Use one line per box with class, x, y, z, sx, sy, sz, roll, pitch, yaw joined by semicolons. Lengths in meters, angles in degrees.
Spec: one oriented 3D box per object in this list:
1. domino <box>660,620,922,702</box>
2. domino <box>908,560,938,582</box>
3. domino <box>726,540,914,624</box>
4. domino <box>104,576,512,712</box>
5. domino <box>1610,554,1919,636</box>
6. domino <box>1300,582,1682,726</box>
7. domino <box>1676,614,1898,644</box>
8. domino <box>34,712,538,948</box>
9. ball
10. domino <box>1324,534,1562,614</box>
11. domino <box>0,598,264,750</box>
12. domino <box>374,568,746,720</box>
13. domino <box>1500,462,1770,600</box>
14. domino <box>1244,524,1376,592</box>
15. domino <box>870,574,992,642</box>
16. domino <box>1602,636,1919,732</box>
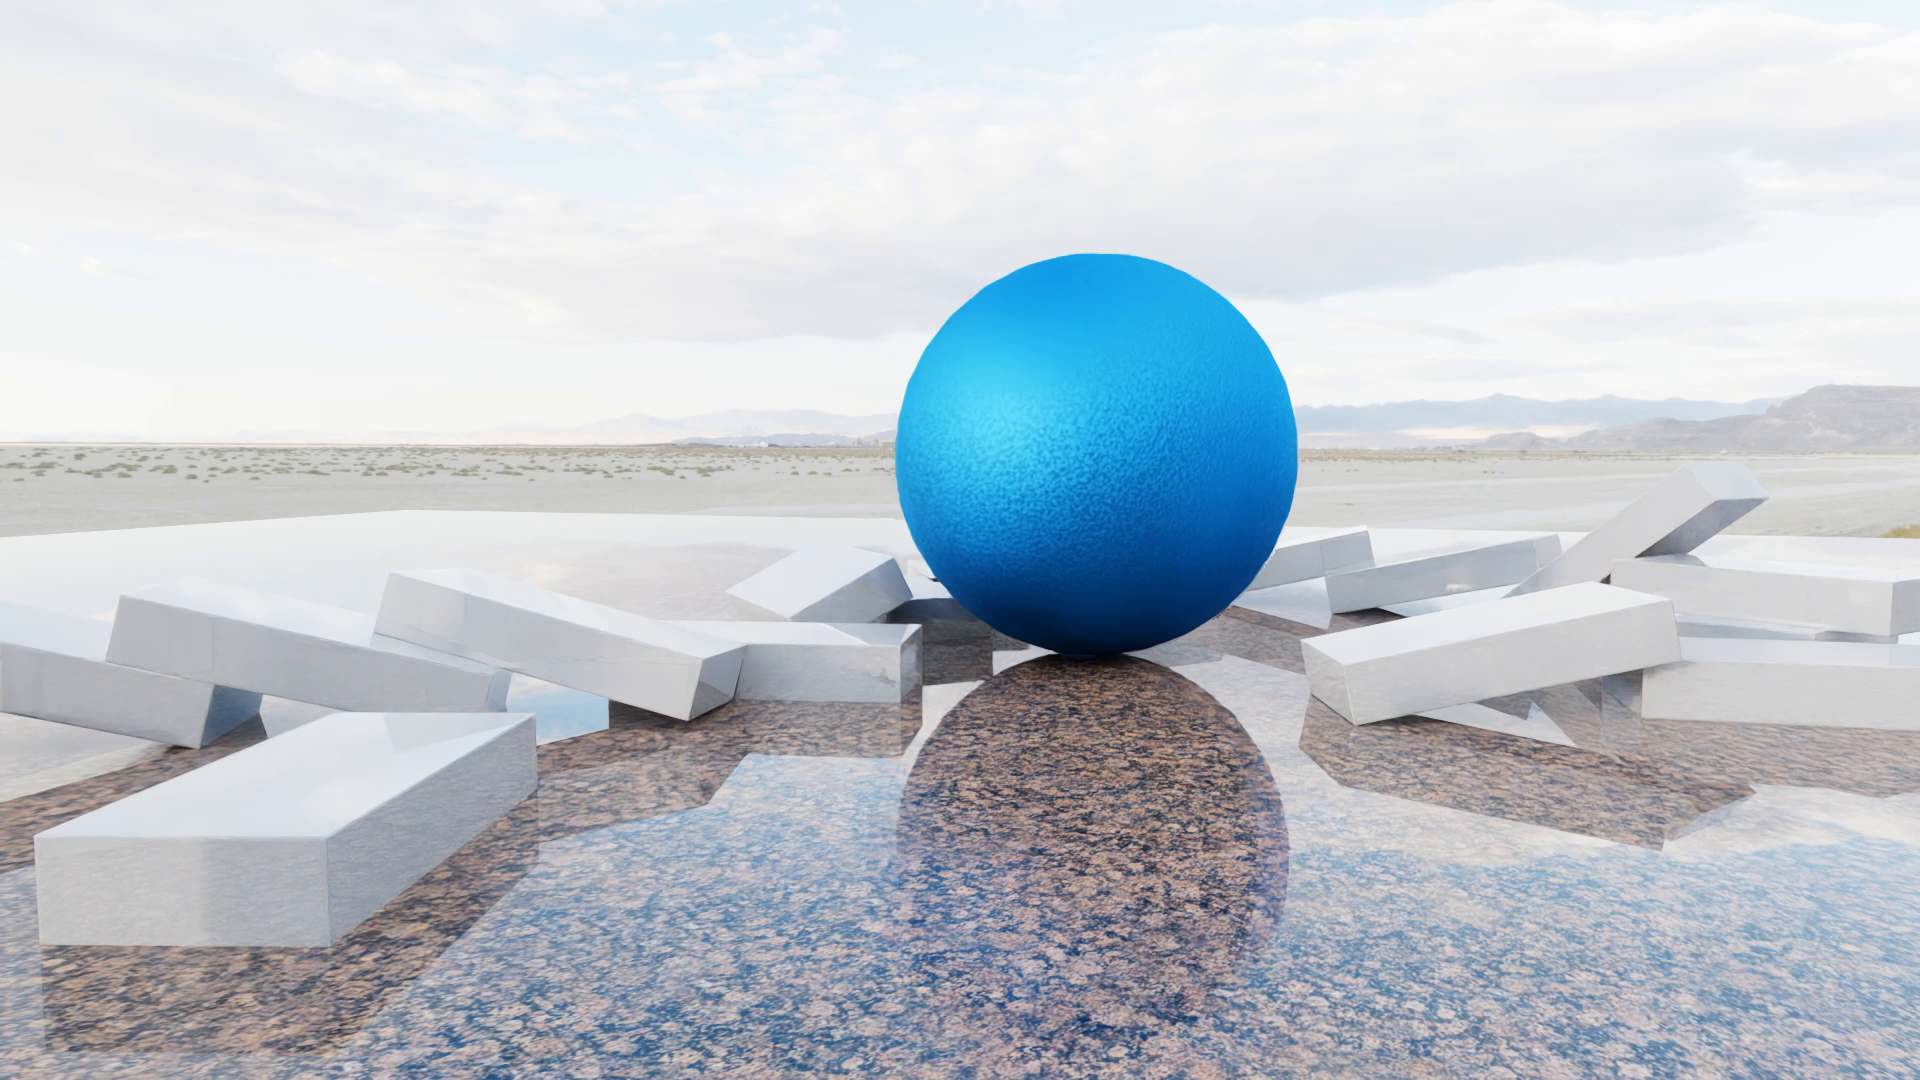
domino;-0.033;0.021;0.226;0.050;0.009;0.025;0;4;7
domino;0.001;0.012;0.345;0.025;0.009;0.050;-1;4;-9
domino;-0.032;0.012;0.280;0.025;0.009;0.050;-30;15;-20
domino;-0.095;0.017;0.193;0.050;0.009;0.025;14;1;-11
domino;0.157;0.010;0.247;0.025;0.010;0.050;-3;5;-32
domino;0.083;0.018;0.205;0.050;0.009;0.025;-12;4;1
domino;0.160;0.019;0.250;0.050;0.010;0.025;-4;6;-40
domino;-0.065;0.028;0.133;0.025;0.009;0.050;0;4;1
ball;0.027;-0.017;0.258;0.080;0.080;0.080;0;4;0
domino;0.119;0.008;0.316;0.050;0.009;0.025;-14;-5;37
domino;-0.131;0.018;0.186;0.050;0.009;0.025;14;2;-12
domino;-0.062;0.016;0.203;0.050;0.009;0.025;15;1;5
domino;0.145;0.002;0.279;0.025;0.010;0.050;-3;-34;-36
domino;0.084;0.006;0.344;0.050;0.009;0.025;-12;0;17
domino;-0.015;0.015;0.299;0.025;0.009;0.050;-2;5;-26
domino;0.133;0.022;0.205;0.050;0.010;0.025;1;4;14
